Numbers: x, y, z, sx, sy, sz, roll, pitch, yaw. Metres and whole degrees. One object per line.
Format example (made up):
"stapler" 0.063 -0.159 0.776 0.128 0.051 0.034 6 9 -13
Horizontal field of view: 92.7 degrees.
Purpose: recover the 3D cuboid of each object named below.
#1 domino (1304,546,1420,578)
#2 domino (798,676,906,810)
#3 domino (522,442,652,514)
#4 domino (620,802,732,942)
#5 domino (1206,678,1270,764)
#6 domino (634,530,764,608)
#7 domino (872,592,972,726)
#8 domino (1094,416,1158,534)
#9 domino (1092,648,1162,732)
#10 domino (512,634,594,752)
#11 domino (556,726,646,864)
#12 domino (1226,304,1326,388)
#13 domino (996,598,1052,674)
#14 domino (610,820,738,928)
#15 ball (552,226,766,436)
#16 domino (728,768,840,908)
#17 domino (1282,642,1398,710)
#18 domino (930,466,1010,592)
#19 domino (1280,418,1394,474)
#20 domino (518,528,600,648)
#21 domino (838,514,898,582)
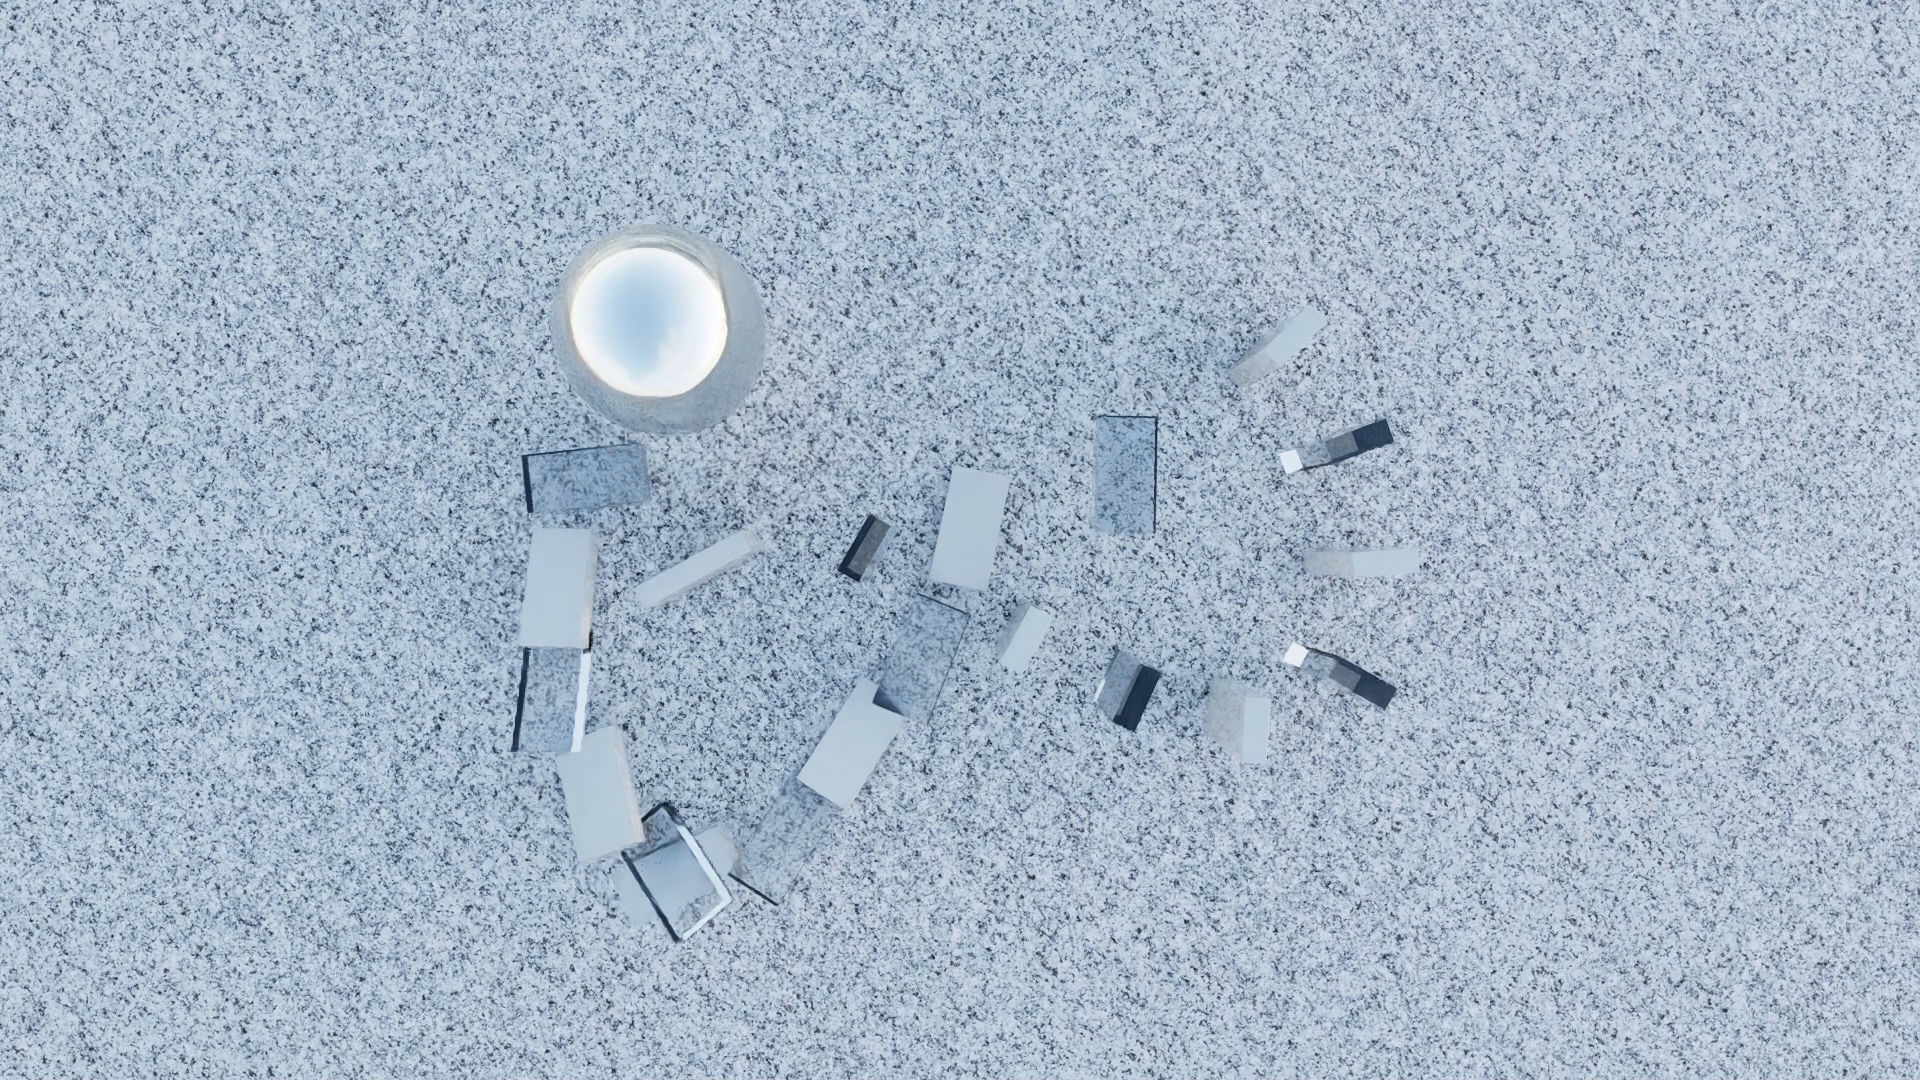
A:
"domino" 0.163 0.009 0.375 0.025 0.050 0.009 -4 90 0
"domino" -0.045 0.086 0.391 0.025 0.009 0.050 33 79 0
"domino" -0.161 -0.027 0.395 0.050 0.009 0.025 -6 90 0
"domino" -0.120 0.138 0.382 0.025 0.009 0.050 -40 69 -6
"domino" 0.113 0.073 0.375 0.010 0.050 0.025 4 90 0
"domino" -0.109 0.012 0.388 0.050 0.025 0.010 -29 90 0
"domino" -0.016 0.051 0.390 0.025 0.010 0.050 22 79 -2
"domino" 0.071 -0.028 0.395 0.025 0.010 0.050 1 90 0
"domino" 0.068 0.060 0.375 0.010 0.050 0.025 25 90 0
"domino" -0.173 0.064 0.390 0.025 0.009 0.050 1 77 0
"domino" -0.152 0.107 0.387 0.025 0.010 0.050 -21 71 0
"domino" 0.128 -0.078 0.375 0.025 0.050 0.009 -44 90 0
"domino" 0.025 0.038 0.375 0.010 0.050 0.025 28 90 0
"domino" -0.121 0.144 0.395 0.050 0.009 0.025 -24 90 0
"ball" -0.117 -0.081 0.360 0.080 0.080 0.080 0 90 0
"domino" -0.074 0.126 0.390 0.025 0.010 0.050 33 78 0
"domino" 0.154 0.055 0.375 0.025 0.050 0.009 29 90 0
"domino" 0.004 -0.005 0.395 0.025 0.010 0.050 12 90 0
"domino" 0.153 -0.038 0.375 0.025 0.050 0.009 -20 90 0
"domino" -0.170 0.021 0.390 0.025 0.010 0.050 1 77 0
"domino" -0.037 0.003 0.375 0.010 0.050 0.025 30 90 0
